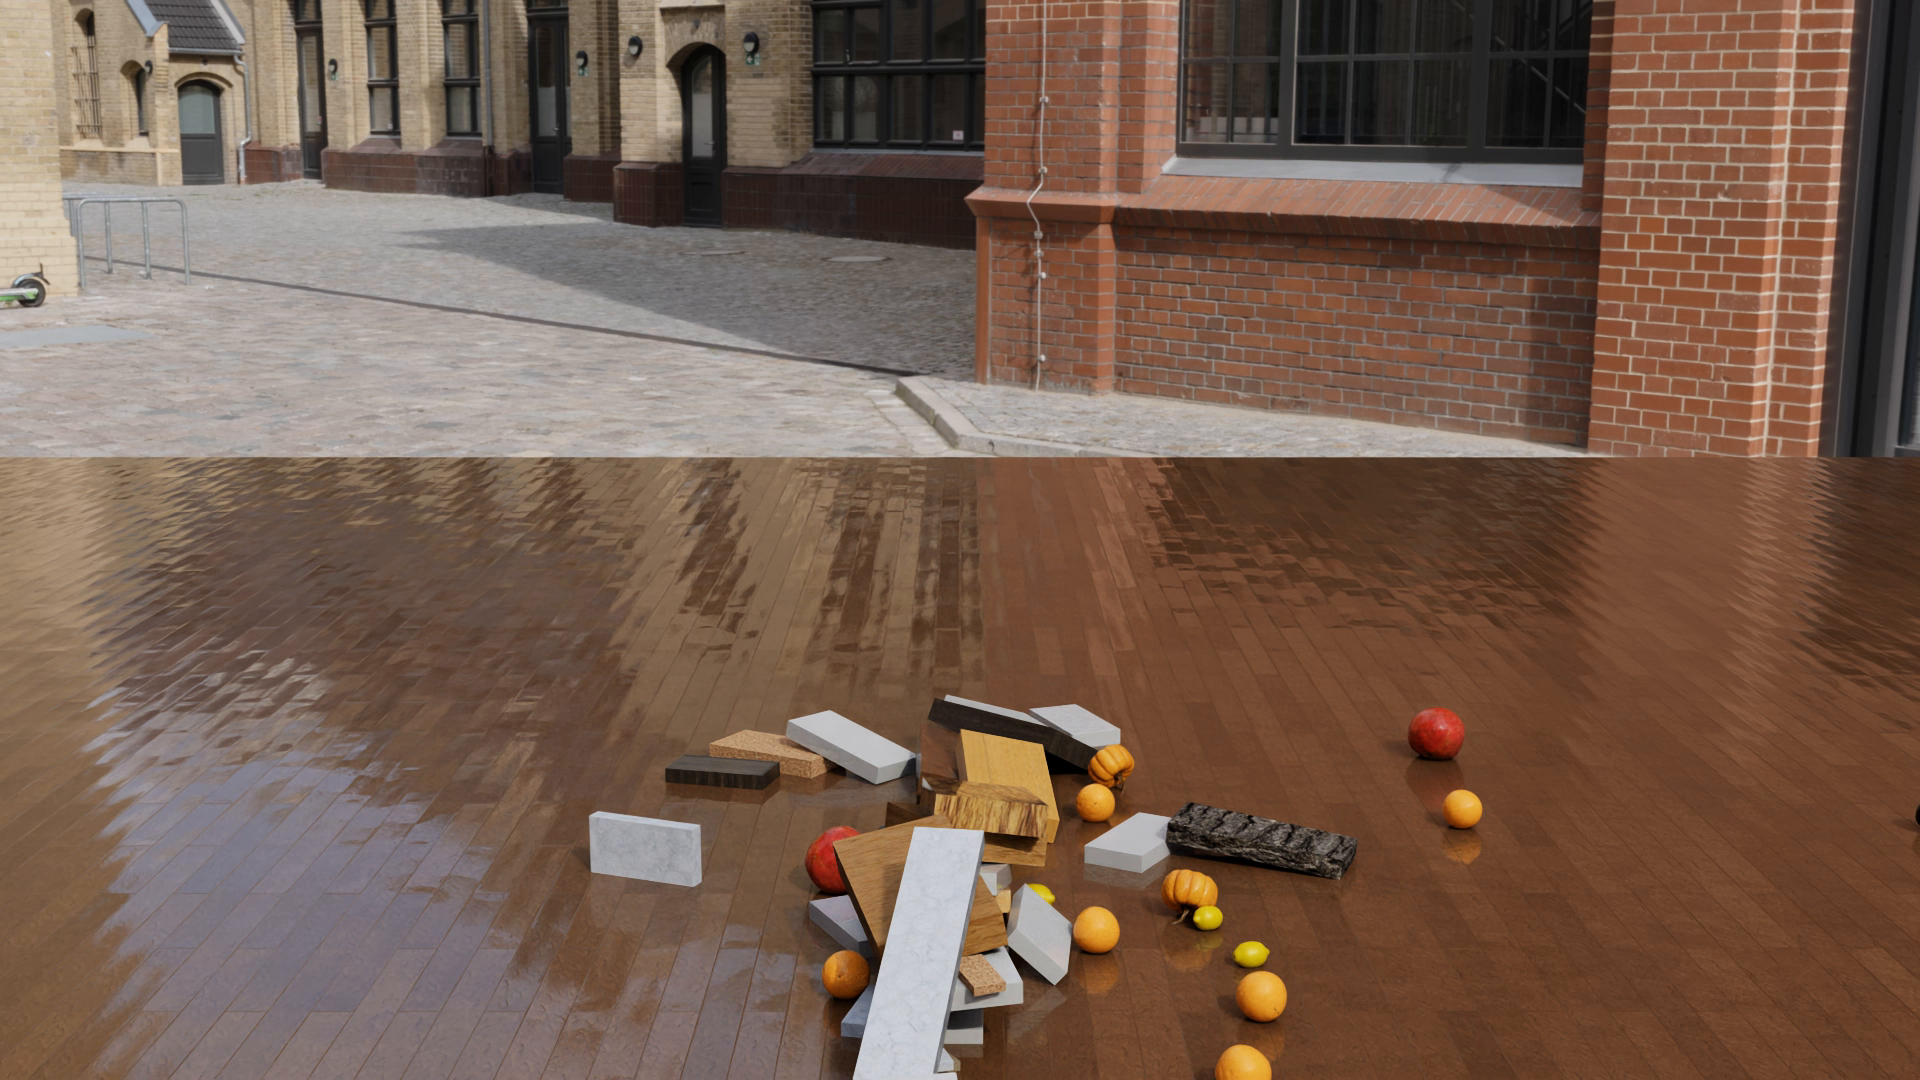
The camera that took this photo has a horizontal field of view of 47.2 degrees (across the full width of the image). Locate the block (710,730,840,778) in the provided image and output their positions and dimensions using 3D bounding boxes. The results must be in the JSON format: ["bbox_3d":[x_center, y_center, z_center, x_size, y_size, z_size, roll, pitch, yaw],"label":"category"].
[{"bbox_3d":[-0.368,0.430,4.434,0.247,0.035,0.124,6,12,30],"label":"block"}]

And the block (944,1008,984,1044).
[{"bbox_3d":[-0.003,0.679,3.134,0.072,0.021,0.145,0,11,1],"label":"block"}]

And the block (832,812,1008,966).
[{"bbox_3d":[-0.064,0.514,3.220,0.179,0.051,0.376,-14,17,-9],"label":"block"}]

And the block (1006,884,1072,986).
[{"bbox_3d":[0.122,0.601,3.366,0.101,0.029,0.202,41,11,-3],"label":"block"}]

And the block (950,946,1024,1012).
[{"bbox_3d":[0.008,0.593,3.094,0.112,0.032,0.224,-4,16,-11],"label":"block"}]

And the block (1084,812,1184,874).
[{"bbox_3d":[0.319,0.534,3.888,0.110,0.031,0.220,6,12,30],"label":"block"}]

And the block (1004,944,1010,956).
[{"bbox_3d":[0.014,0.619,3.226,0.112,0.032,0.224,0,0,3],"label":"block"}]

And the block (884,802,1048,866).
[{"bbox_3d":[0.005,0.489,3.675,0.179,0.051,0.358,7,-2,-15],"label":"block"}]

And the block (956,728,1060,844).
[{"bbox_3d":[0.084,0.451,4.063,0.162,0.046,0.323,11,18,-7],"label":"block"}]

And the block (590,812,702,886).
[{"bbox_3d":[-0.536,0.525,3.742,0.201,0.100,0.028,4,11,22],"label":"block"}]

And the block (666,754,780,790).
[{"bbox_3d":[-0.465,0.455,4.316,0.201,0.028,0.100,3,11,15],"label":"block"}]

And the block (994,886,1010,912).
[{"bbox_3d":[0.016,0.568,3.527,0.120,0.034,0.239,0,-4,-1],"label":"block"}]

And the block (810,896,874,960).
[{"bbox_3d":[-0.155,0.610,3.485,0.100,0.028,0.201,-5,12,-25],"label":"block"}]

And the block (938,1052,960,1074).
[{"bbox_3d":[-0.051,0.712,2.975,0.092,0.013,0.046,-6,12,-29],"label":"block"}]

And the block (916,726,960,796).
[{"bbox_3d":[-0.001,0.440,4.254,0.162,0.046,0.323,13,10,-3],"label":"block"}]

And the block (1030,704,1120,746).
[{"bbox_3d":[0.241,0.393,4.645,0.110,0.031,0.220,-4,11,-22],"label":"block"}]

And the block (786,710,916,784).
[{"bbox_3d":[-0.215,0.411,4.382,0.247,0.035,0.124,23,20,35],"label":"block"}]

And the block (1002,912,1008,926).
[{"bbox_3d":[0.010,0.593,3.406,0.112,0.032,0.224,0,-5,5],"label":"block"}]

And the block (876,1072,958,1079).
[{"bbox_3d":[-0.039,0.731,2.685,0.101,0.029,0.202,-2,26,-10],"label":"block"}]

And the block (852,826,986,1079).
[{"bbox_3d":[-0.056,0.586,2.953,0.101,0.029,0.523,2,39,10],"label":"block"}]

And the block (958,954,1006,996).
[{"bbox_3d":[0.024,0.594,3.003,0.046,0.013,0.092,-6,16,-20],"label":"block"}]

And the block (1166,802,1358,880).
[{"bbox_3d":[0.527,0.524,3.842,0.310,0.035,0.124,10,14,20],"label":"block"}]

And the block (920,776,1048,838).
[{"bbox_3d":[0.035,0.440,3.642,0.179,0.051,0.358,6,-2,-4],"label":"block"}]

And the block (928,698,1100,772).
[{"bbox_3d":[0.106,0.392,4.416,0.323,0.046,0.162,10,-14,44],"label":"block"}]

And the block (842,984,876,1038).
[{"bbox_3d":[-0.115,0.676,3.150,0.072,0.021,0.145,3,11,13],"label":"block"}]

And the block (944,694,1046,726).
[{"bbox_3d":[0.079,0.375,4.600,0.220,0.031,0.110,10,-16,42],"label":"block"}]

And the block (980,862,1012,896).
[{"bbox_3d":[0.010,0.529,3.449,0.120,0.034,0.239,0,-4,7],"label":"block"}]

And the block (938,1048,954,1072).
[{"bbox_3d":[-0.059,0.703,2.955,0.092,0.013,0.046,-3,11,-17],"label":"block"}]
